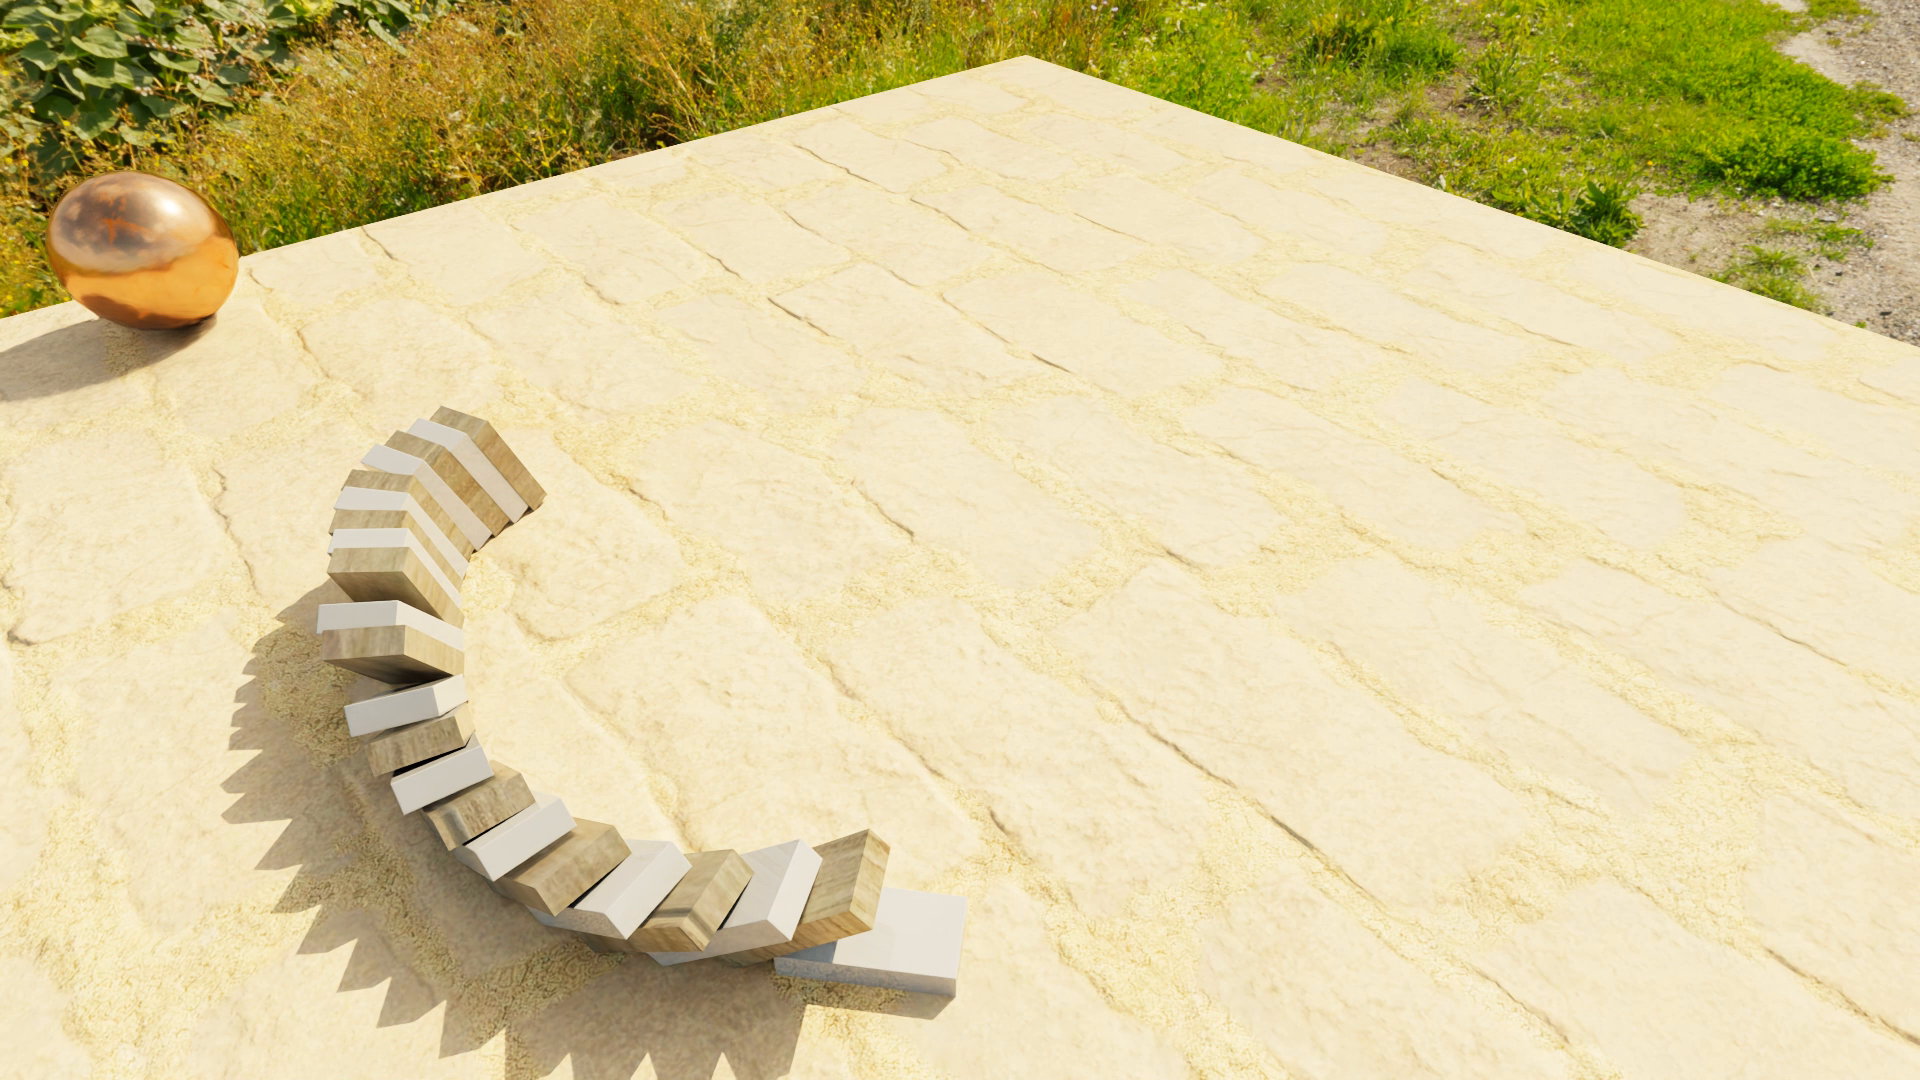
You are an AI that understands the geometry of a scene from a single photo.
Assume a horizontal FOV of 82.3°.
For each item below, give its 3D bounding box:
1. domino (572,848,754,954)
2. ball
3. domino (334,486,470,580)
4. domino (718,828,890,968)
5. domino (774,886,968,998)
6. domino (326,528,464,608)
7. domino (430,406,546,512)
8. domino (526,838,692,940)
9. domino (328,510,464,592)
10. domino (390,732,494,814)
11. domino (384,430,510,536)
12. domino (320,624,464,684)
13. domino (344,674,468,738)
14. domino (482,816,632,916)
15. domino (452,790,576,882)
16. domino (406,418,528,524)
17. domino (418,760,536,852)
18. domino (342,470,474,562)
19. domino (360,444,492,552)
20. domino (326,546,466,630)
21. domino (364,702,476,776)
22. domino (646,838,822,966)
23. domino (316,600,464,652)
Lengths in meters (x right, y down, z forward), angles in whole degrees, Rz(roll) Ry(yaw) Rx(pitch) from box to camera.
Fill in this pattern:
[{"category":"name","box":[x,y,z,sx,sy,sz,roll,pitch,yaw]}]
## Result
[{"category":"domino","box":[-0.081,0.099,0.301,0.050,0.009,0.025,-18,26,38]},{"category":"ball","box":[-0.421,-0.149,0.569,0.080,0.080,0.080,0,39,0]},{"category":"domino","box":[-0.208,-0.001,0.412,0.025,0.050,0.009,6,59,7]},{"category":"domino","box":[-0.043,0.098,0.300,0.050,0.009,0.025,-25,31,27]},{"category":"domino","box":[-0.024,0.111,0.308,0.050,0.010,0.025,5,40,6]},{"category":"domino","box":[-0.201,0.013,0.395,0.025,0.050,0.009,-1,58,-1]},{"category":"domino","box":[-0.193,-0.033,0.451,0.025,0.050,0.009,18,62,20]},{"category":"domino","box":[-0.099,0.096,0.305,0.050,0.010,0.025,-13,25,44]},{"category":"domino","box":[-0.205,0.007,0.403,0.025,0.050,0.009,1,58,1]},{"category":"domino","box":[-0.158,0.070,0.335,0.025,0.009,0.050,-23,6,-26]},{"category":"domino","box":[-0.204,-0.022,0.438,0.025,0.050,0.009,18,62,20]},{"category":"domino","box":[-0.188,0.039,0.367,0.025,0.050,0.009,-4,74,-5]},{"category":"domino","box":[-0.178,0.053,0.355,0.025,0.009,0.050,-13,1,-15]},{"category":"domino","box":[-0.116,0.091,0.312,0.050,0.009,0.025,-10,22,49]},{"category":"domino","box":[-0.131,0.084,0.318,0.025,0.009,0.050,-33,12,-33]},{"category":"domino","box":[-0.199,-0.027,0.445,0.025,0.050,0.009,18,62,20]},{"category":"domino","box":[-0.145,0.078,0.326,0.025,0.009,0.050,-29,10,-31]},{"category":"domino","box":[-0.210,-0.008,0.420,0.025,0.050,0.009,6,59,8]},{"category":"domino","box":[-0.208,-0.016,0.431,0.025,0.050,0.009,18,62,20]},{"category":"domino","box":[-0.197,0.020,0.387,0.025,0.050,0.009,-1,58,-1]},{"category":"domino","box":[-0.168,0.062,0.345,0.025,0.010,0.050,-18,3,-21]},{"category":"domino","box":[-0.063,0.099,0.301,0.050,0.009,0.025,-23,29,31]},{"category":"domino","box":[-0.193,0.031,0.375,0.025,0.050,0.009,-3,74,-2]}]
